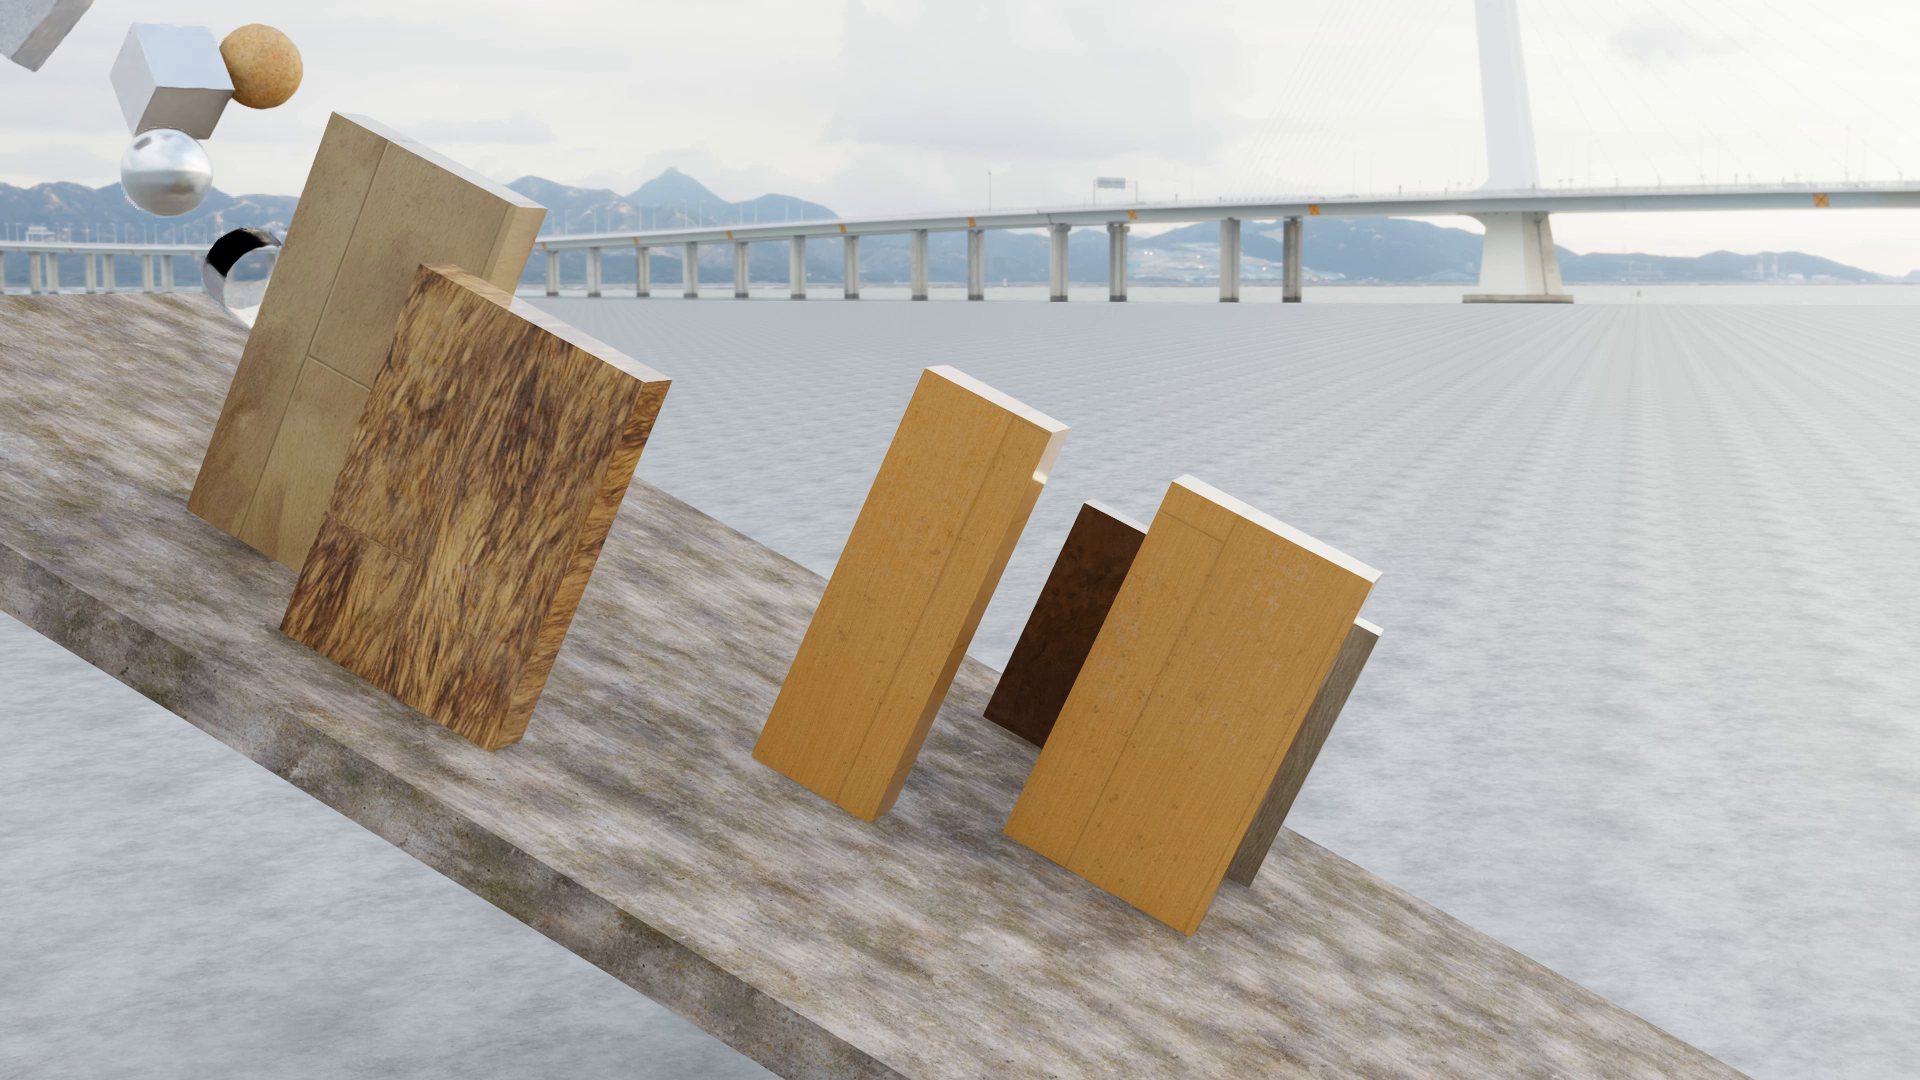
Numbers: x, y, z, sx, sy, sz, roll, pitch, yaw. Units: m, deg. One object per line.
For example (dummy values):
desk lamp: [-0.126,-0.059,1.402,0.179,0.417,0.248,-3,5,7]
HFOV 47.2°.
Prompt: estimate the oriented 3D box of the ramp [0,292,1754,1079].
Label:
ramp: [-0.261,0.444,4.169,4.000,0.100,2.000,28,14,12]

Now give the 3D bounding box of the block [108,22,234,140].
block: [-1.678,-0.974,4.680,0.170,0.170,0.170,-8,-25,-43]

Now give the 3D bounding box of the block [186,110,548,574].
block: [-1.037,-0.309,3.819,0.384,0.760,0.104,28,14,12]

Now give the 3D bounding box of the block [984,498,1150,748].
block: [0.324,0.229,4.681,0.365,0.520,0.082,28,14,12]

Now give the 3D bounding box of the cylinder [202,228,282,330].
cylinder: [-1.429,-0.525,4.507,0.176,0.176,0.176,1,-15,6]

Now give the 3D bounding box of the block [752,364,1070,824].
block: [-0.091,0.097,3.902,0.251,0.777,0.127,28,14,12]

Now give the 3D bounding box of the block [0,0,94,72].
block: [-1.814,-1.045,4.210,0.194,0.194,0.194,39,-2,-10]

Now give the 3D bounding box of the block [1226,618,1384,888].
block: [0.540,0.350,4.460,0.405,0.585,0.081,28,14,12]

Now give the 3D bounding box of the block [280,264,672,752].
block: [-0.781,-0.052,3.518,0.422,0.655,0.101,28,14,12]

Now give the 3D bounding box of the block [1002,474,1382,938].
block: [0.426,0.306,4.082,0.402,0.746,0.141,28,14,12]

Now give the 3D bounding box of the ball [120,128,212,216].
ball: [-1.547,-0.717,4.288,0.170,0.170,0.170,0,7,0]

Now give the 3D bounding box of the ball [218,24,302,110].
ball: [-1.524,-1.029,4.782,0.182,0.182,0.182,0,7,0]
